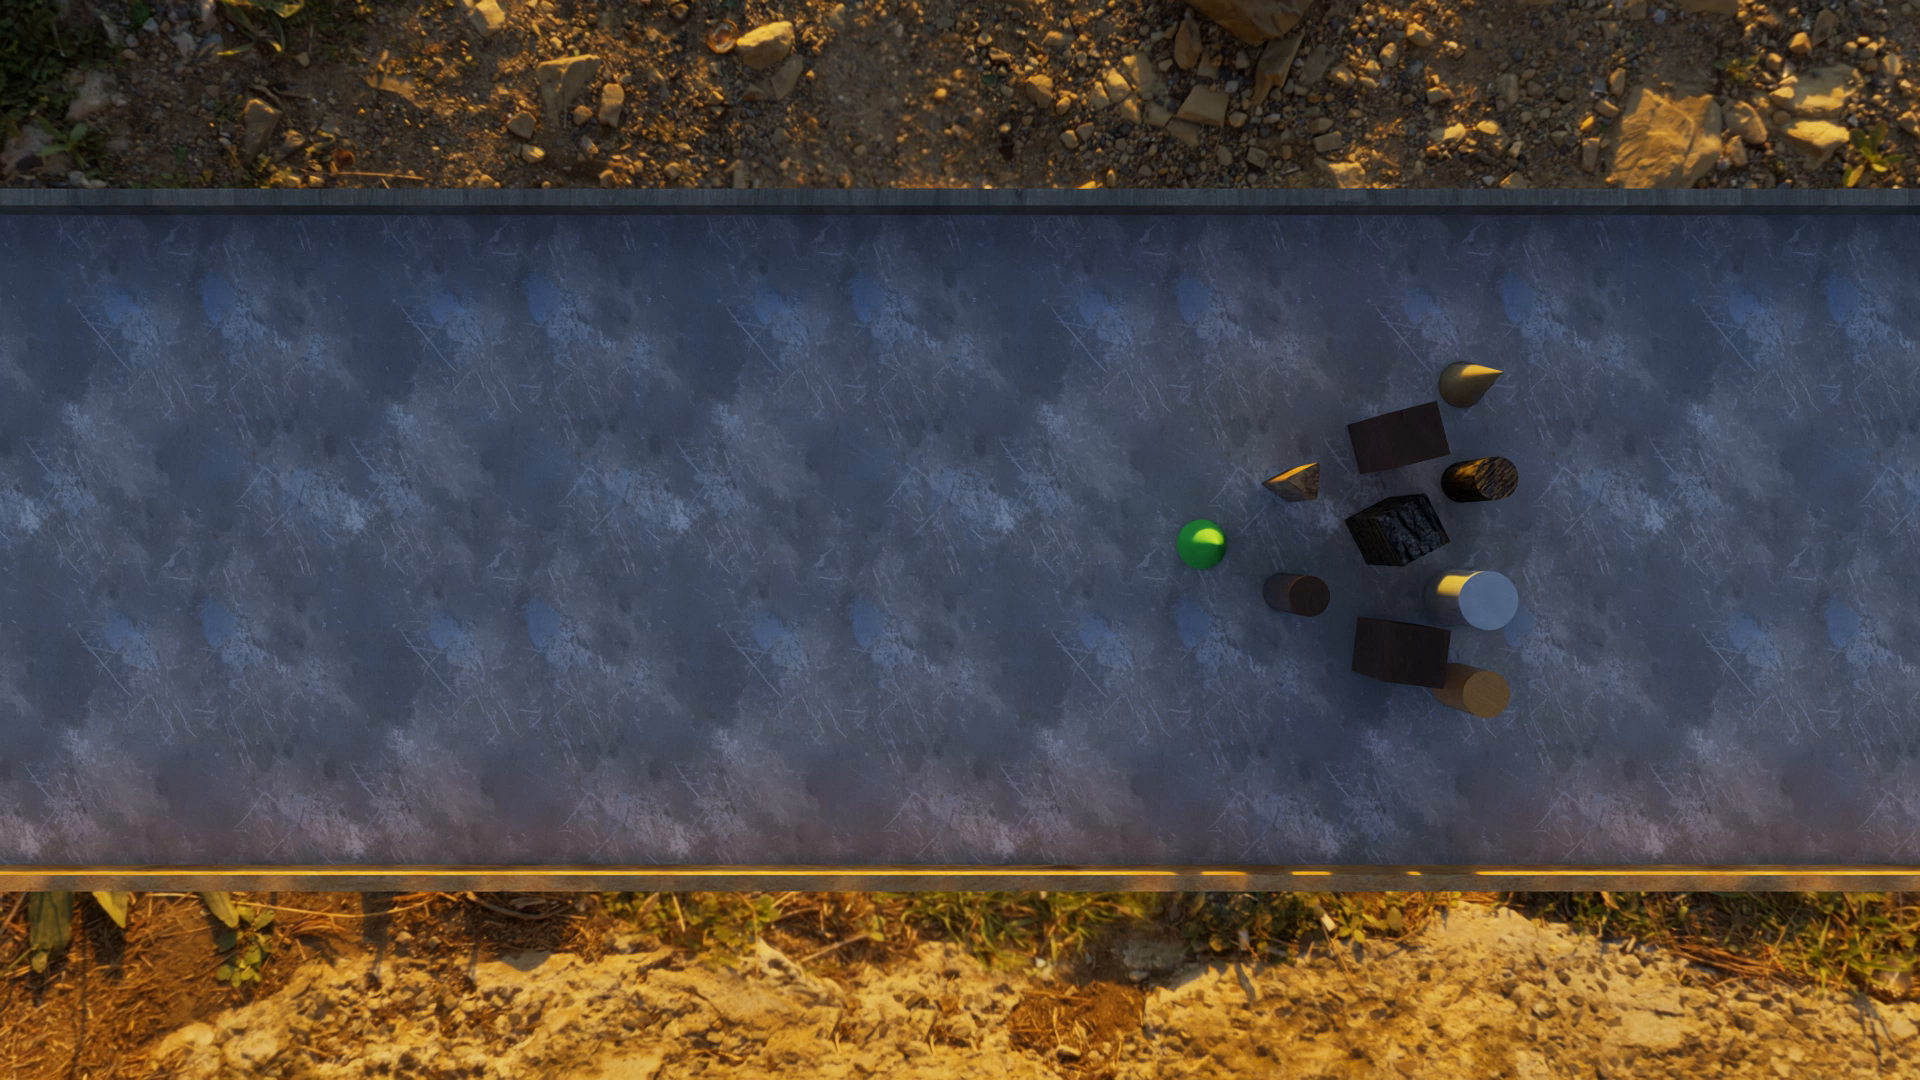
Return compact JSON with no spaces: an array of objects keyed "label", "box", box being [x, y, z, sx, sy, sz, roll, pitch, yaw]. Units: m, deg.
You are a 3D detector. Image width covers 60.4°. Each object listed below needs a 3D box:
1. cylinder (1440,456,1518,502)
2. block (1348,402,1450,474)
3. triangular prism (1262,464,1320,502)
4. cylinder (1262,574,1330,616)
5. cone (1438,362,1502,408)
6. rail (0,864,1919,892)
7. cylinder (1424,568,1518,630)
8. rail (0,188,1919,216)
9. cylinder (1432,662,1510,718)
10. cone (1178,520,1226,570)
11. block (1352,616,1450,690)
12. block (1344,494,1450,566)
[{"label":"cylinder","box":[1.543,-0.178,4.909,0.126,0.334,0.126,0,90,0]},{"label":"block","box":[1.287,-0.298,4.861,0.156,0.431,0.156,-14,90,0]},{"label":"triangular prism","box":[0.996,-0.182,4.882,0.103,0.389,0.090,34,90,0]},{"label":"cylinder","box":[0.990,0.160,4.874,0.116,0.405,0.116,0,90,0]},{"label":"cone","box":[1.545,-0.478,4.883,0.145,0.388,0.145,0,90,0]},{"label":"rail","box":[-2.247,1.025,5.001,12.000,0.150,0.050,0,90,0]},{"label":"cylinder","box":[1.516,0.174,4.903,0.170,0.347,0.170,0,90,0]},{"label":"rail","box":[-2.247,-1.025,5.002,12.000,0.150,0.050,0,90,0]},{"label":"cylinder","box":[1.519,0.445,4.917,0.137,0.318,0.137,0,90,0]},{"label":"cone","box":[0.745,0.013,4.914,0.154,0.325,0.154,0,90,0]},{"label":"block","box":[1.298,0.329,4.875,0.168,0.403,0.168,7,90,0]},{"label":"block","box":[1.286,-0.028,4.874,0.154,0.405,0.154,-27,90,0]}]
